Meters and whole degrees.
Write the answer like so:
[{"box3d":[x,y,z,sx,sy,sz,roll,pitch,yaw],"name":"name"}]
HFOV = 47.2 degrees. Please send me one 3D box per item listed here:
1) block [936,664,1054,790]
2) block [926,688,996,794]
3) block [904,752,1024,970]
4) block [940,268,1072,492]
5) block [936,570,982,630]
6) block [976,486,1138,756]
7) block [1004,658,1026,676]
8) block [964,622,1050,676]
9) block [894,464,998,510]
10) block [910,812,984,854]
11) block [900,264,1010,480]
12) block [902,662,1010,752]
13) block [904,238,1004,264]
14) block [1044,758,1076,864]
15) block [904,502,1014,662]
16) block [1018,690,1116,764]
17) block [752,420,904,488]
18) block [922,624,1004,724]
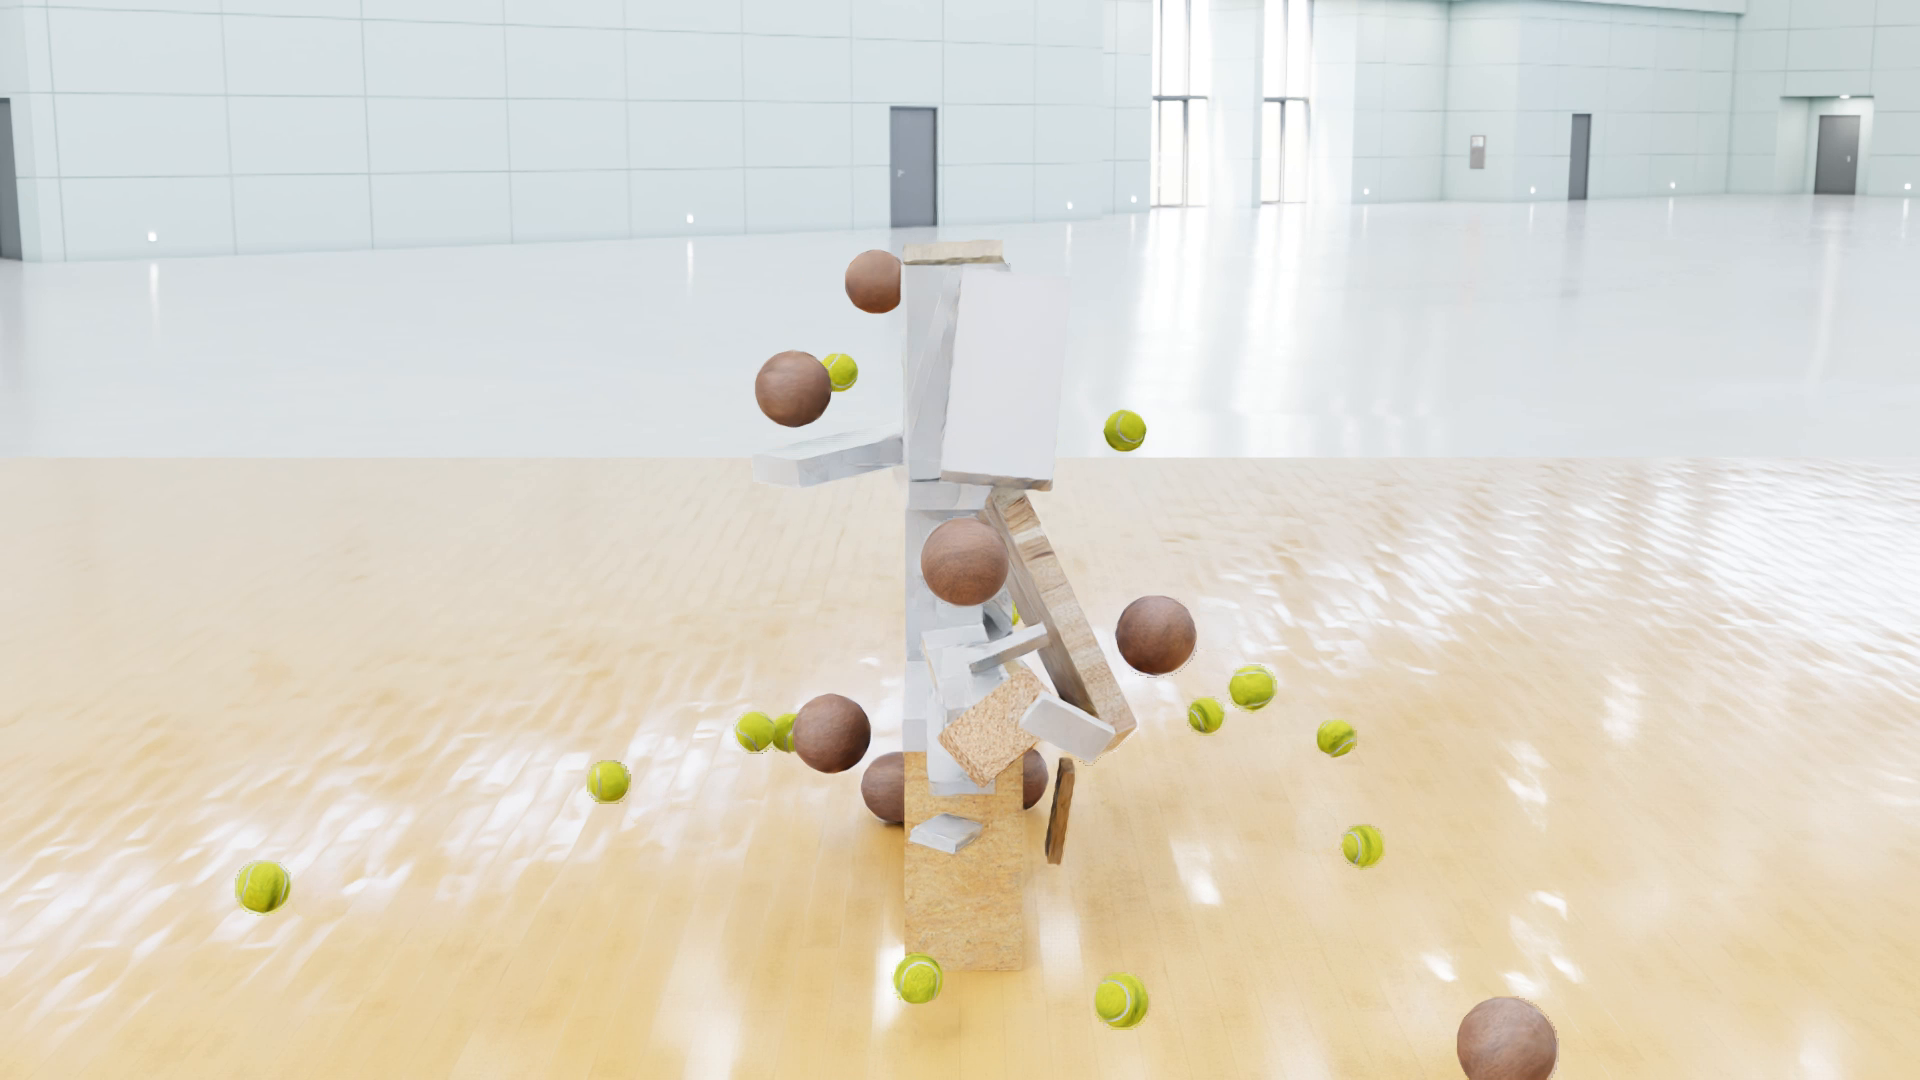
[{"box3d":[0.062,0.262,3.107,0.190,0.095,0.027,-35,-11,-41],"name":"block"},{"box3d":[0.000,0.287,3.168,0.095,0.027,0.190,-1,40,-1],"name":"block"},{"box3d":[0.005,0.474,3.324,0.177,0.355,0.050,0,10,0],"name":"block"},{"box3d":[0.072,-0.248,3.378,0.169,0.338,0.048,5,-19,2],"name":"block"},{"box3d":[-0.001,0.122,3.567,0.074,0.148,0.021,0,-4,0],"name":"block"},{"box3d":[0.145,0.124,3.383,0.048,0.418,0.169,-22,-13,-13],"name":"block"},{"box3d":[0.108,0.229,3.408,0.074,0.021,0.148,46,9,-47],"name":"block"},{"box3d":[0.069,0.158,3.185,0.121,0.017,0.061,-22,-20,-2],"name":"block"},{"box3d":[-0.012,-0.107,3.701,0.176,0.050,0.353,-1,11,-6],"name":"block"},{"box3d":[-0.016,0.399,3.005,0.061,0.017,0.338,16,-2,7],"name":"block"},{"box3d":[-0.005,-0.270,3.518,0.169,0.338,0.048,-2,8,-11],"name":"block"},{"box3d":[0.003,0.254,3.399,0.177,0.050,0.355,0,11,0],"name":"block"},{"box3d":[-0.003,-0.354,3.694,0.162,0.325,0.046,-3,43,1],"name":"block"},{"box3d":[0.155,0.420,3.409,0.021,0.148,0.074,8,12,-2],"name":"block"},{"box3d":[-0.002,0.187,3.636,0.176,0.501,0.050,0,10,-2],"name":"block"},{"box3d":[0.149,0.261,3.062,0.121,0.061,0.017,29,28,-19],"name":"block"},{"box3d":[-0.168,-0.151,3.714,0.325,0.046,0.162,-14,14,-29],"name":"block"},{"box3d":[0.007,0.196,3.237,0.095,0.027,0.190,-7,35,-10],"name":"block"}]
